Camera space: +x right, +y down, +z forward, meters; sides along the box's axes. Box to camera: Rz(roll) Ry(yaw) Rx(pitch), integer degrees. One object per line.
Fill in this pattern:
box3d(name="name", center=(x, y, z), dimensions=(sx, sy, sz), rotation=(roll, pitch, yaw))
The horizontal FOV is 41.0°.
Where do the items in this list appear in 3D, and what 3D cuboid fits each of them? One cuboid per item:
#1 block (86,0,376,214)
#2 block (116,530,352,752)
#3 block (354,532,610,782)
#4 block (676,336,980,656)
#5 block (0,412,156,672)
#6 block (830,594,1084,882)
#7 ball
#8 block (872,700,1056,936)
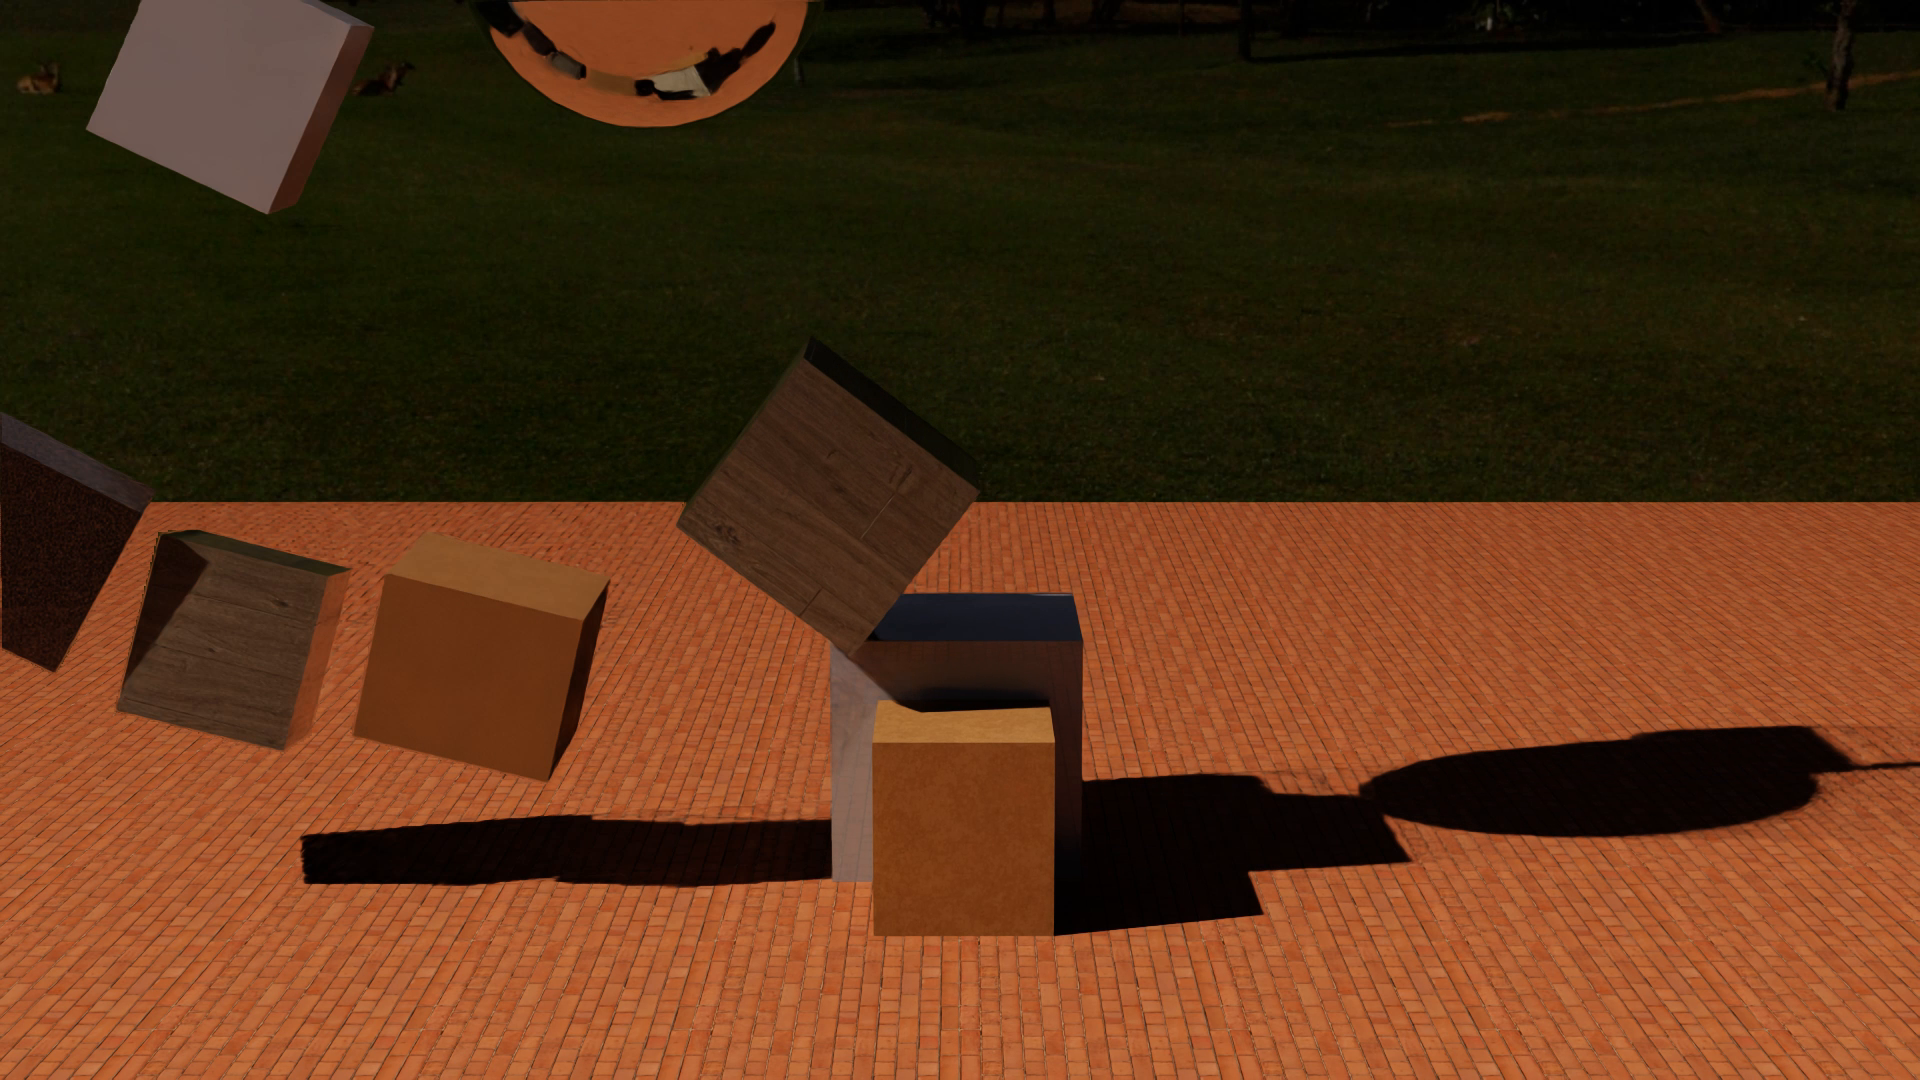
box3d(name="block", center=(-3.031, -1.939, 10.740), dimensions=(0.781, 0.845, 0.759), rotation=(25, 7, -9))
box3d(name="block", center=(-3.150, 0.424, 11.187), dimensions=(0.716, 0.767, 0.655), rotation=(15, 1, -5))
box3d(name="block", center=(-2.075, 0.499, 11.223), dimensions=(0.848, 0.736, 0.771), rotation=(14, 13, -2))
box3d(name="block", center=(-0.558, -0.212, 11.133), dimensions=(0.924, 0.885, 0.935), rotation=(37, 8, -7))
box3d(name="block", center=(-4.004, -0.005, 11.007), dimensions=(0.742, 0.764, 0.767), rotation=(29, 1, -15))
box3d(name="block", center=(-0.015, 0.878, 11.707), dimensions=(1.096, 1.085, 1.041), rotation=(0, 10, 0))
box3d(name="ball", center=(-1.313, -2.523, 10.722), dimensions=(1.600, 1.600, 1.600), rotation=(0, 10, 0))
box3d(name="block", center=(0.015, 1.165, 10.858), dimensions=(0.743, 0.824, 0.714), rotation=(0, 10, 0))
